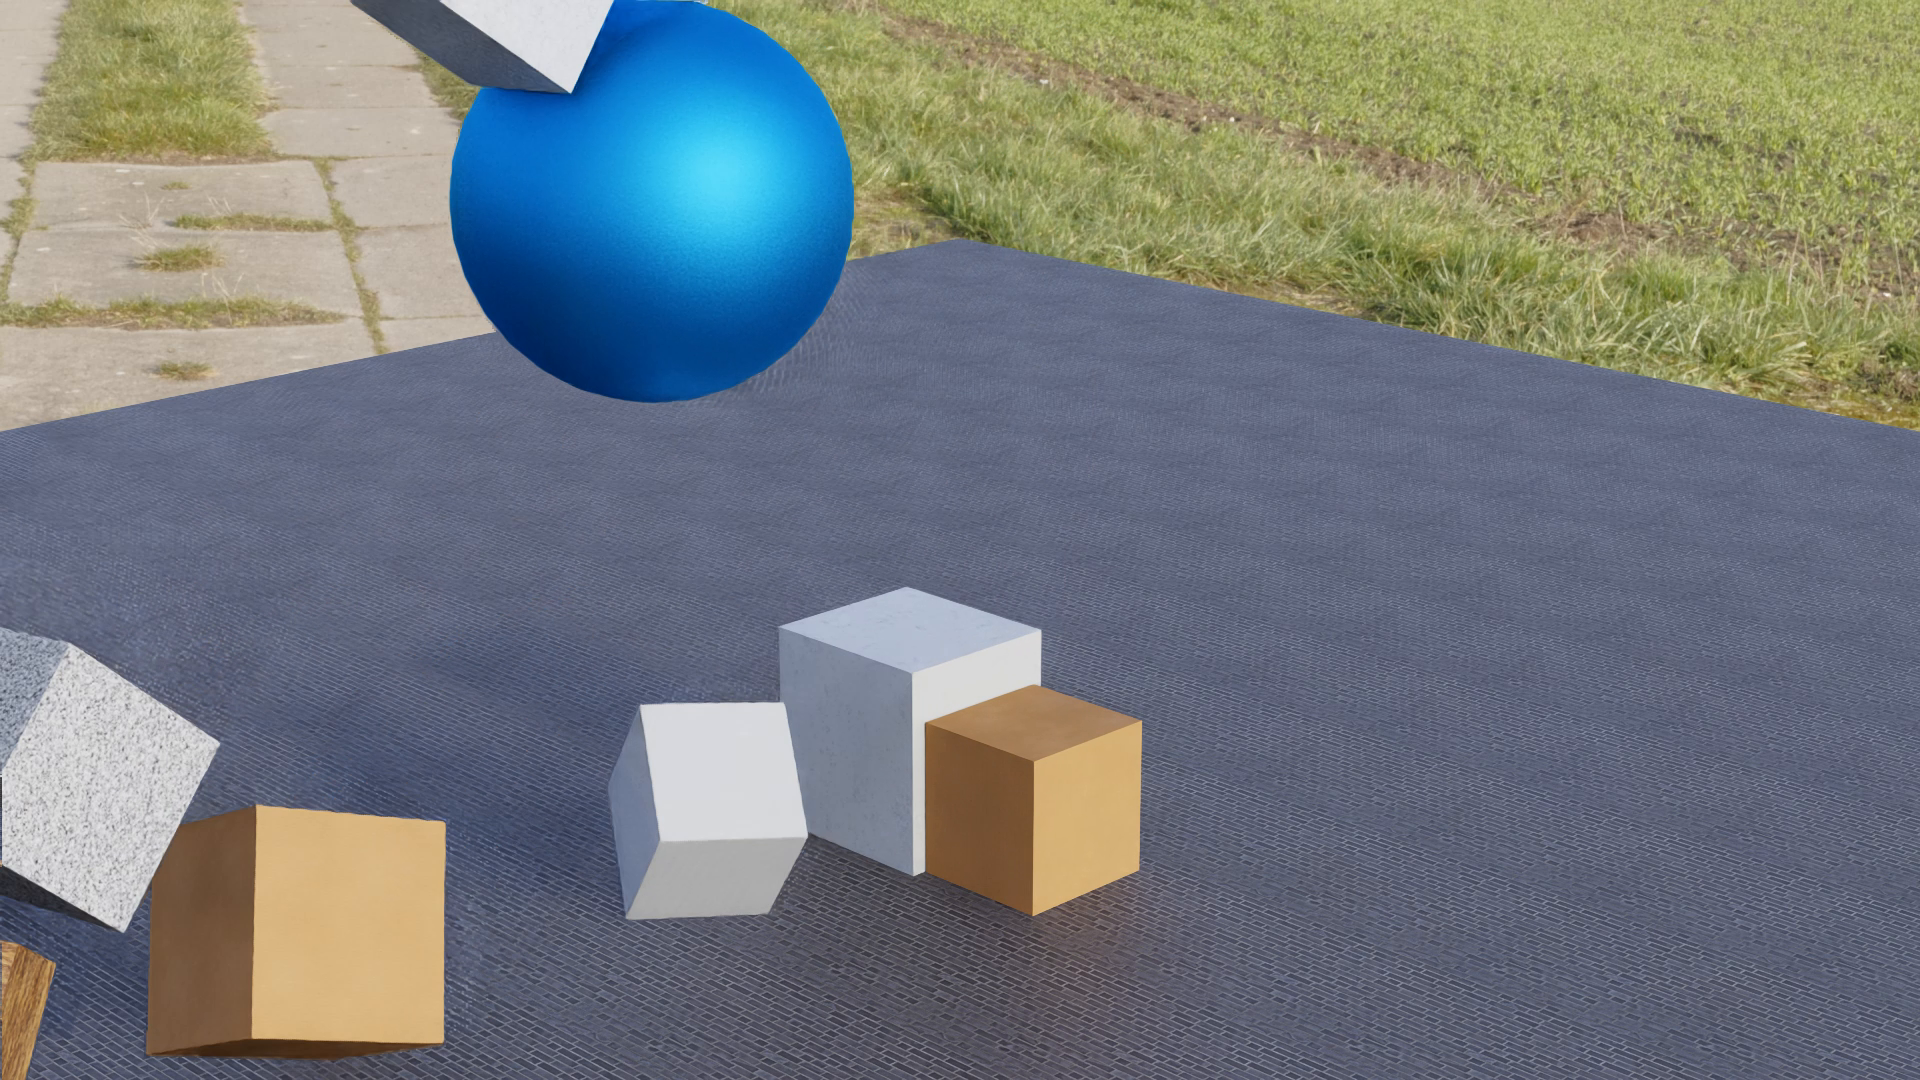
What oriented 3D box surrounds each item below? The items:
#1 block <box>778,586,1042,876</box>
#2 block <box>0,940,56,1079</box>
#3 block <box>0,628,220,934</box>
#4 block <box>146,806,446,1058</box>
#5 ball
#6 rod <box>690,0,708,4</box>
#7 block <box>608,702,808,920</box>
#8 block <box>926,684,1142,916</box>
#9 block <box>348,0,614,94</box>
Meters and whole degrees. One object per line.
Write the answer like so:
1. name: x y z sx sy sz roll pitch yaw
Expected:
1. block: -0.236 0.885 13.880 0.838 0.989 0.904 -17 24 -42
2. block: -3.486 1.619 10.026 0.535 0.518 0.546 11 -16 -1
3. block: -3.273 0.818 10.316 0.746 0.750 0.786 9 -24 35
4. block: -2.552 1.528 11.287 0.821 0.852 0.786 11 -19 -42
5. ball: -1.218 -1.343 11.642 1.600 1.600 1.600 0 17 0
6. rod: -0.528 -4.657 11.325 0.080 5.200 0.080 17 7 42
7. block: -1.115 1.184 12.832 0.646 0.727 0.665 0 57 -20
8. block: 0.335 1.173 13.384 0.709 0.737 0.677 -17 24 -42
9. block: -1.754 -2.106 10.900 0.637 0.600 0.675 13 -14 44
